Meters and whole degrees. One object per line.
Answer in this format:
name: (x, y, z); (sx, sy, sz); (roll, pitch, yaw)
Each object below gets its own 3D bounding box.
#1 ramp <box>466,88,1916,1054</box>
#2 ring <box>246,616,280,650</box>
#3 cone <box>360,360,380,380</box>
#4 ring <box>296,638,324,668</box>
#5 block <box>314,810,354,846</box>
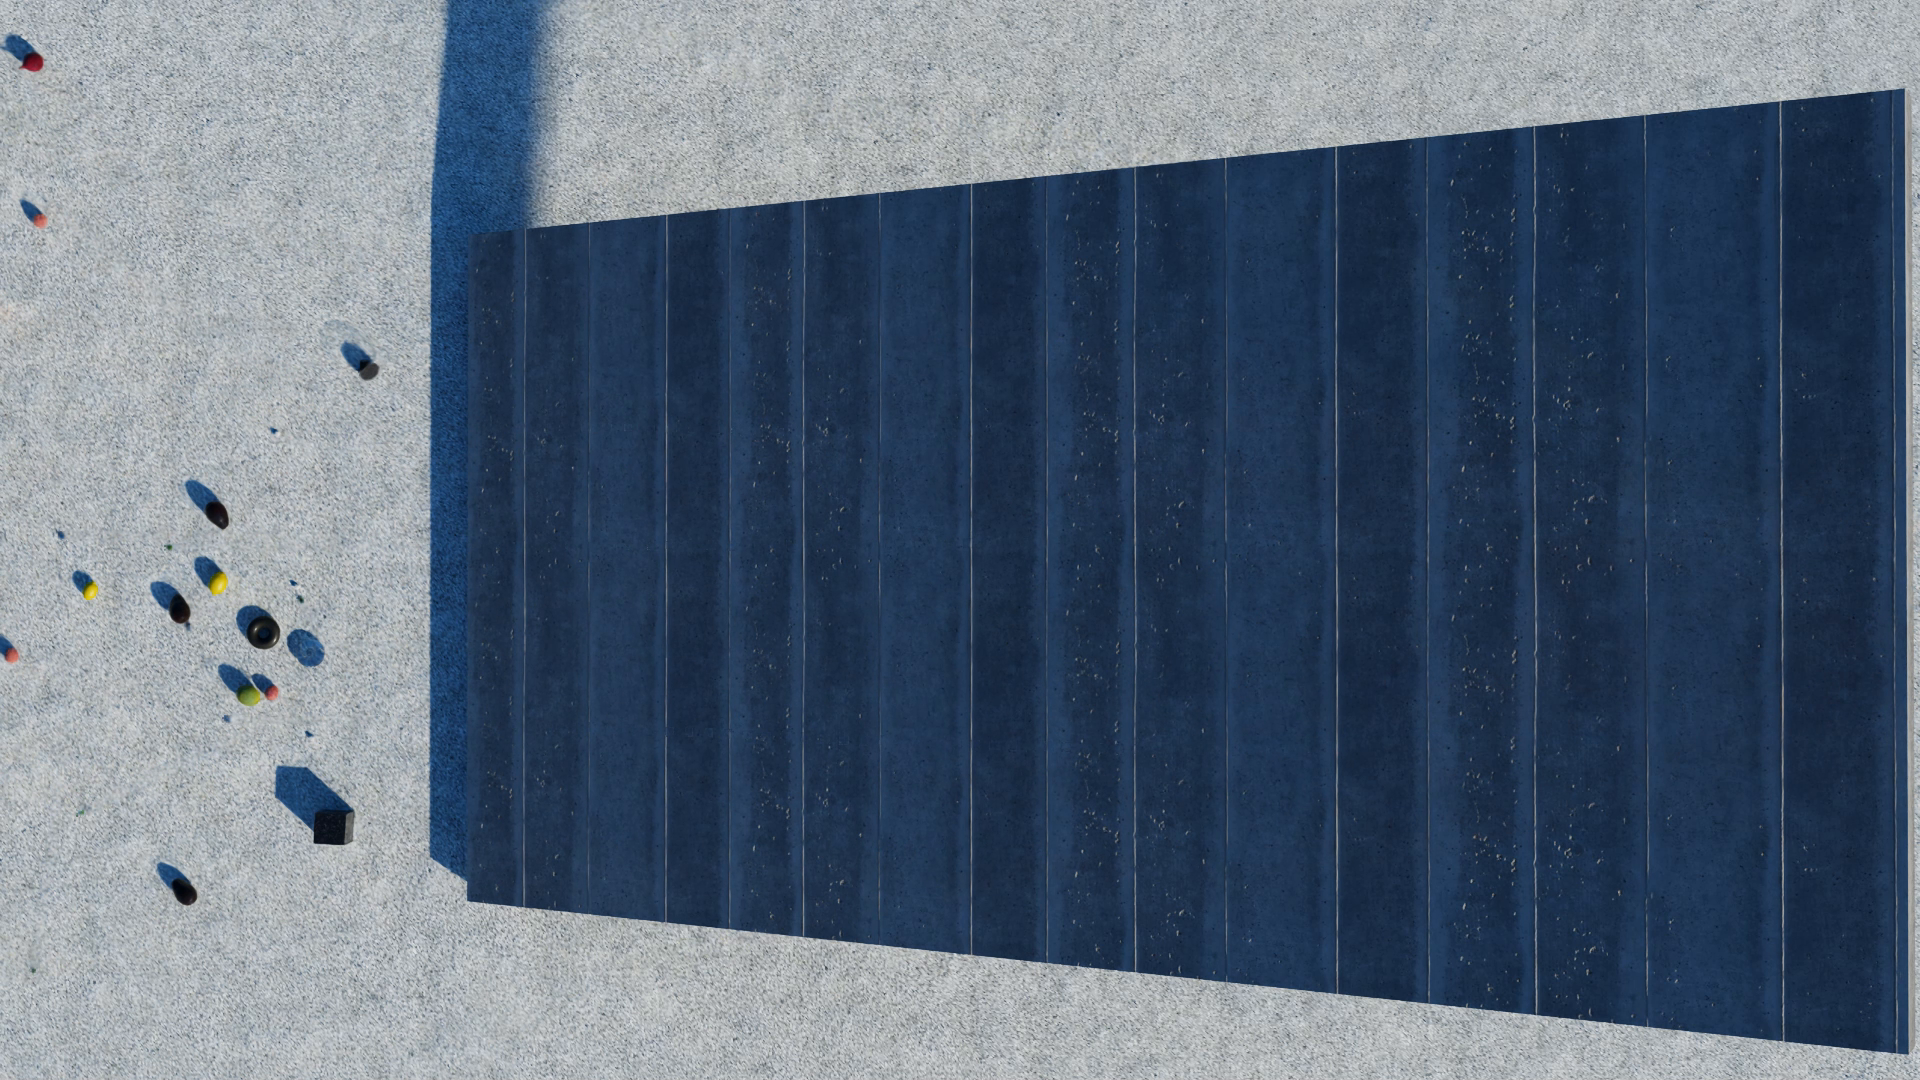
ramp: (0.267, 0.074, 5.617); (4.000, 0.100, 2.000); (0, 89, 31)
ring: (-2.111, 0.282, 6.665); (0.102, 0.034, 0.102); (0, 88, 1)
cone: (-1.805, -0.530, 6.675); (0.061, 0.061, 0.061); (-42, 63, 0)
ring: (-1.969, 0.343, 6.666); (0.088, 0.029, 0.088); (0, 88, 1)
block: (-1.887, 0.866, 6.629); (0.093, 0.093, 0.093); (3, 89, 0)
